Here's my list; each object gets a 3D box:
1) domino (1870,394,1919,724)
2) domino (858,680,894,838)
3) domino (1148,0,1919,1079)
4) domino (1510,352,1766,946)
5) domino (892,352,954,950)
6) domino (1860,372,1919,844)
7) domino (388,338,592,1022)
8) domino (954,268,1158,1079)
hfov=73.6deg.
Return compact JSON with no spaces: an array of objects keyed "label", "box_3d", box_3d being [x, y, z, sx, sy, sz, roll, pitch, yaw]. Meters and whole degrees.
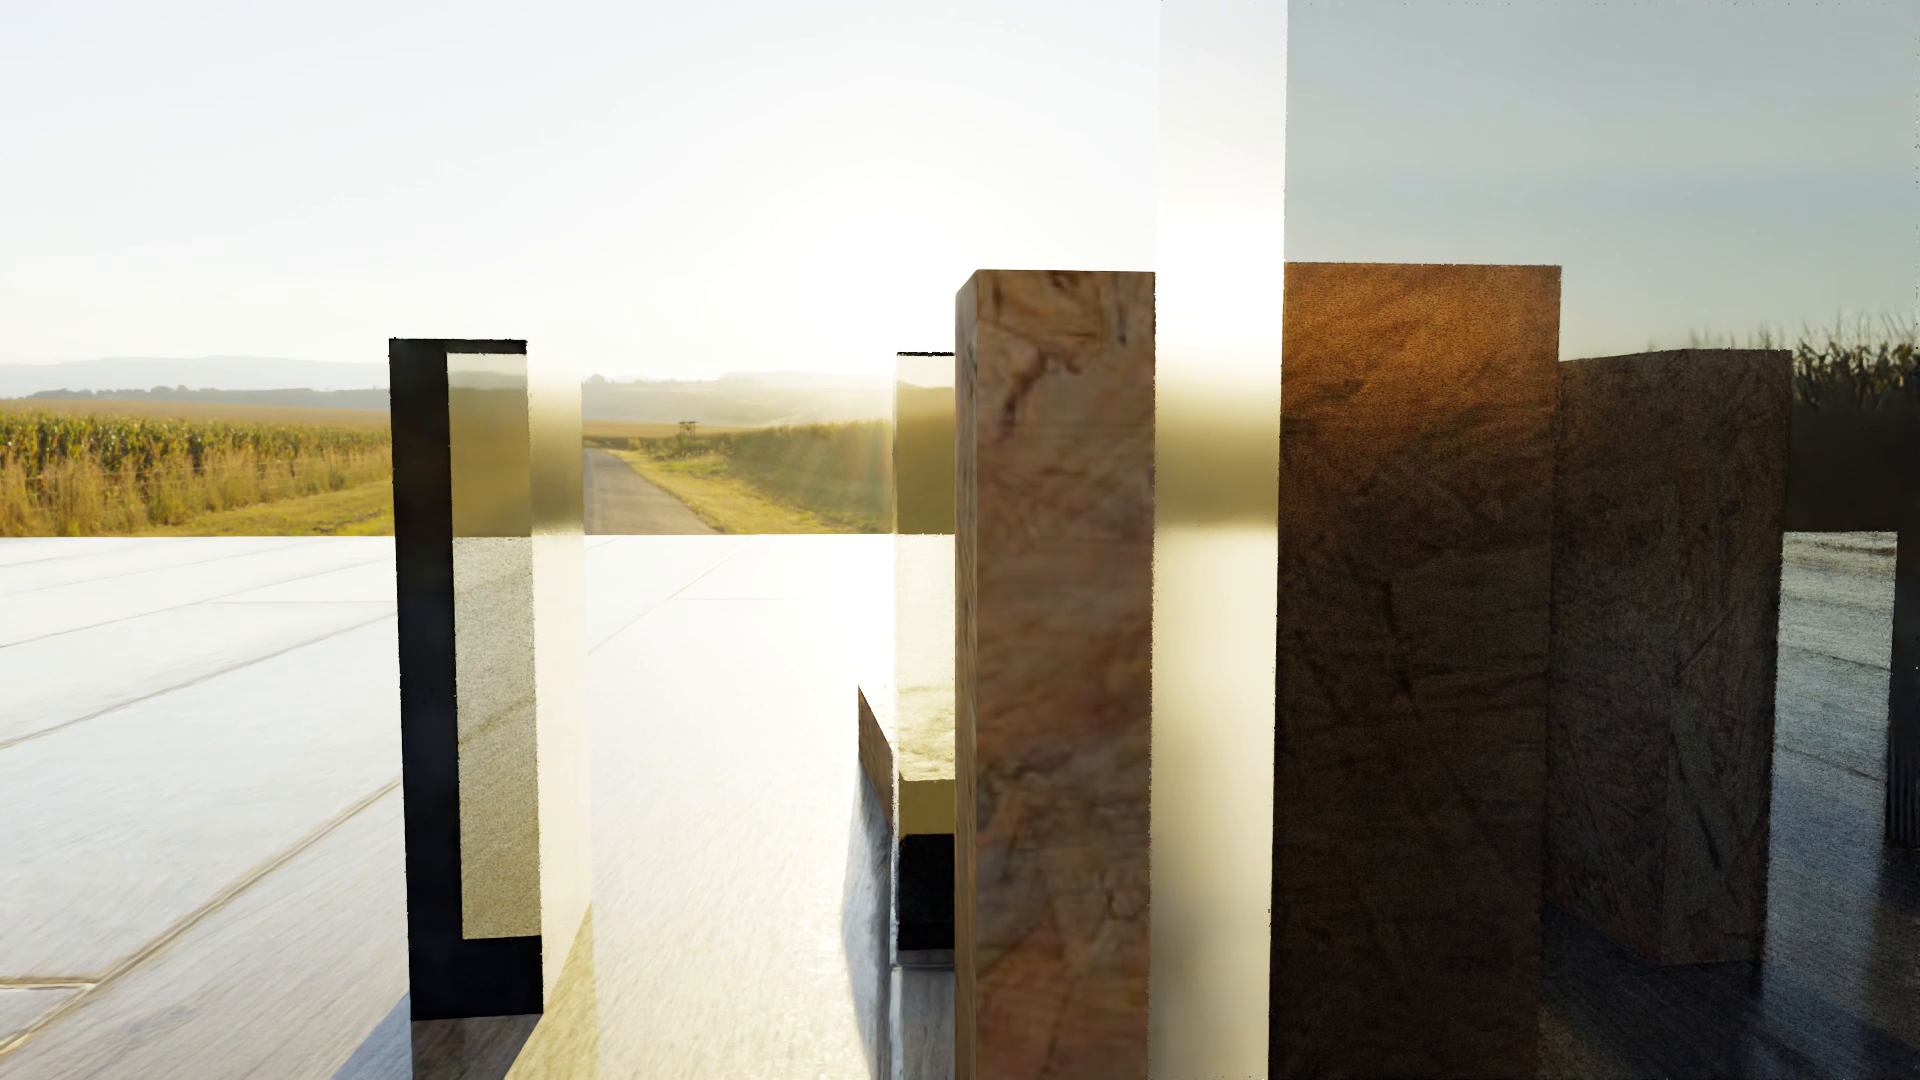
[{"label":"domino","box_3d":[0.157,0.003,0.200,0.025,0.050,0.009,-2,5,-21]},{"label":"domino","box_3d":[0.002,0.026,0.156,0.025,0.010,0.050,-1,4,-10]},{"label":"domino","box_3d":[0.015,0.017,0.014,0.025,0.050,0.010,0,4,4]},{"label":"domino","box_3d":[0.060,0.009,0.120,0.009,0.050,0.025,-1,4,-9]},{"label":"domino","box_3d":[0.007,0.009,0.112,0.025,0.050,0.009,0,4,-5]},{"label":"domino","box_3d":[0.108,0.008,0.130,0.010,0.050,0.025,-1,5,-18]},{"label":"domino","box_3d":[-0.038,0.010,0.106,0.009,0.050,0.025,-1,4,-8]},{"label":"domino","box_3d":[0.013,0.013,0.063,0.025,0.050,0.009,0,4,-6]}]
